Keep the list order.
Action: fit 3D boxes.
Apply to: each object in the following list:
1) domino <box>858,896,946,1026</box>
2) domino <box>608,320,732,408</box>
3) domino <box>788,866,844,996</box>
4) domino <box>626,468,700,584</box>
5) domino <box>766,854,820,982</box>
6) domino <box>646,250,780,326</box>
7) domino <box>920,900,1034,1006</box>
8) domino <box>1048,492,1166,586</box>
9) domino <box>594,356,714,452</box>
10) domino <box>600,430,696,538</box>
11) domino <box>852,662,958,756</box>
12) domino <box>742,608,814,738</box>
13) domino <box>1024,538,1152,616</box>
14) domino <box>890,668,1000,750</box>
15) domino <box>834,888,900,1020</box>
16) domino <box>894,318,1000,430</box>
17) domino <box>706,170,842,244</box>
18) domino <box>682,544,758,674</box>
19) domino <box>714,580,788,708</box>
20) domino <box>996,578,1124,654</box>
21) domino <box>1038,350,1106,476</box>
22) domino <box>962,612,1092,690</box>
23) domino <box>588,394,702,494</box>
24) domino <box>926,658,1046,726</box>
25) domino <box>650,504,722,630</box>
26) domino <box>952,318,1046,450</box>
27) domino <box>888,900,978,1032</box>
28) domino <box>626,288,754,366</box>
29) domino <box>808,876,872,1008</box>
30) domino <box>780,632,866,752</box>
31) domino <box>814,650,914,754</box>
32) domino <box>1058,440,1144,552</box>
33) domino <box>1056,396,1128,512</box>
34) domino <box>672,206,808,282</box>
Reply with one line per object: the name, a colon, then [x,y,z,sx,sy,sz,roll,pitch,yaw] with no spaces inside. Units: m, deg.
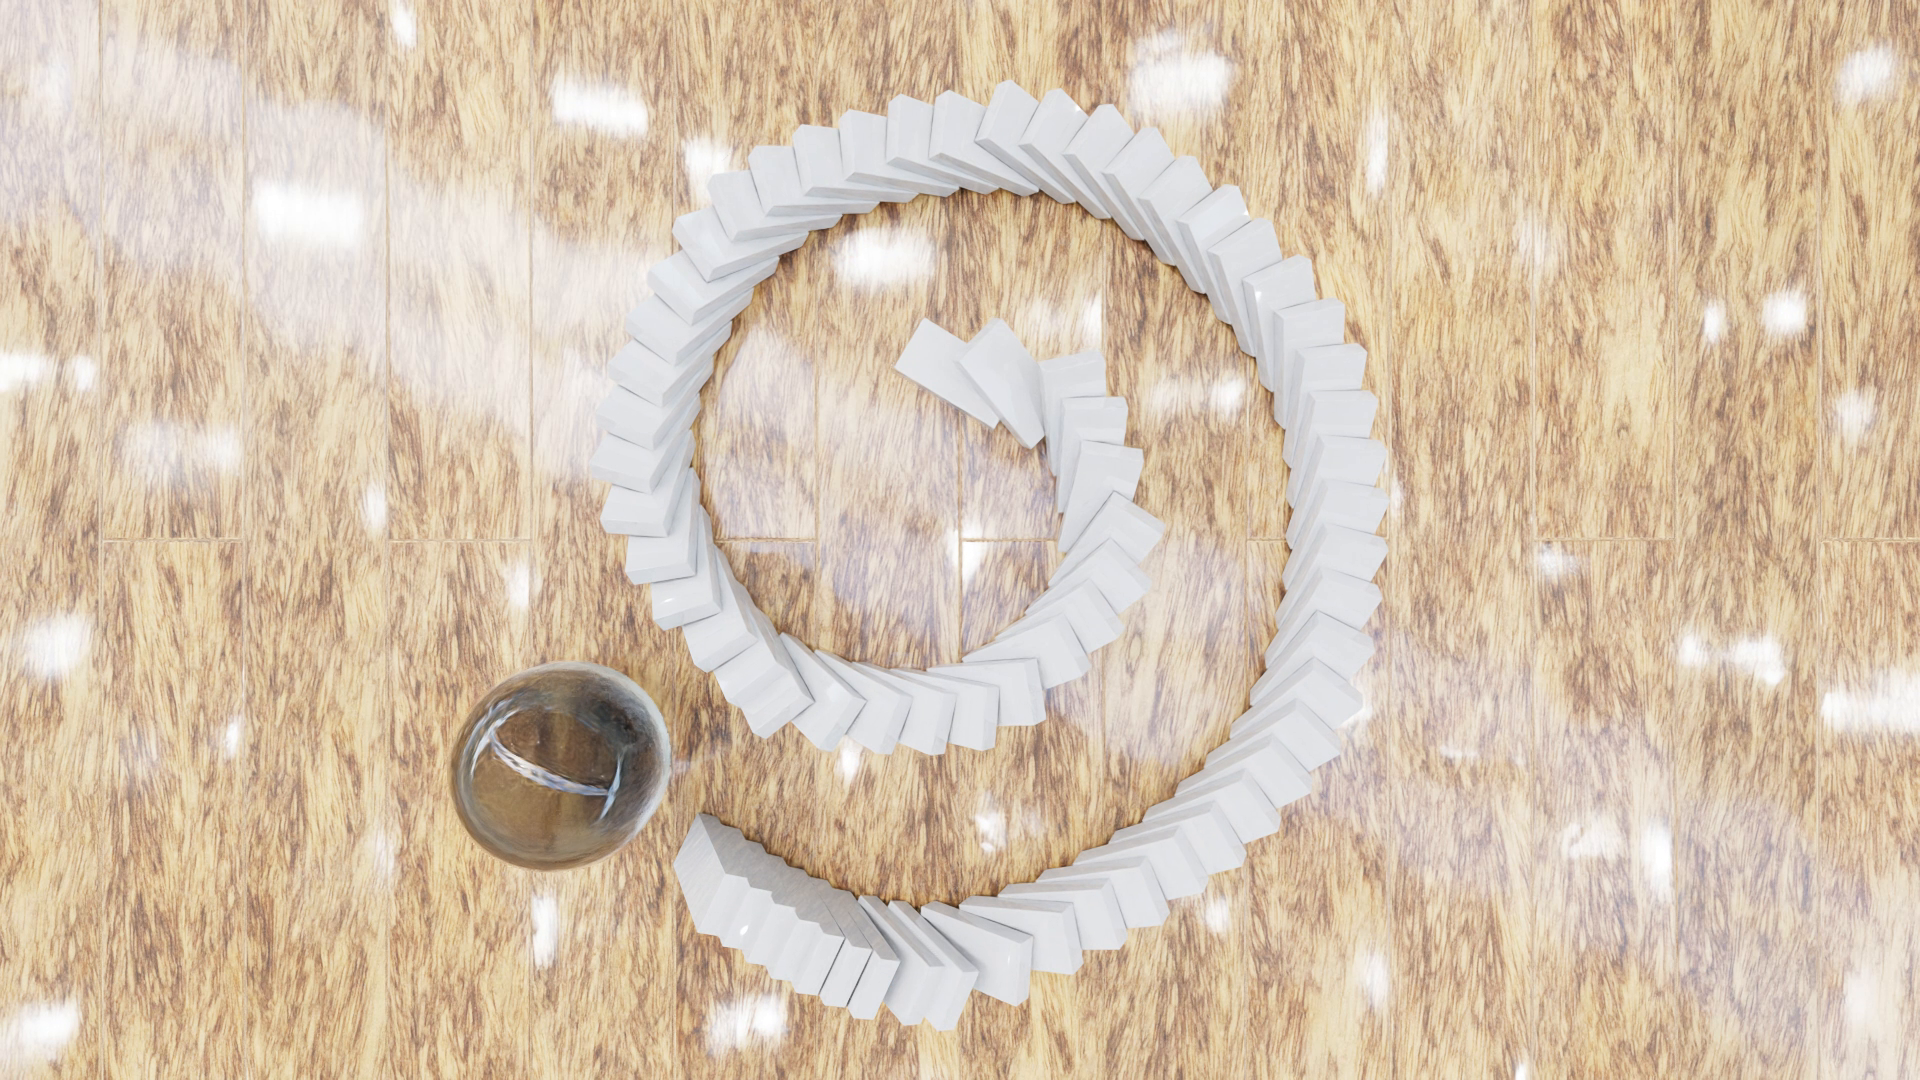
domino: [-0.029,0.172,0.378,0.009,0.050,0.025,24,90,-43]
domino: [-0.120,-0.080,0.382,0.025,0.010,0.050,30,56,0]
domino: [-0.065,0.159,0.376,0.010,0.050,0.025,25,90,-30]
domino: [-0.123,-0.007,0.382,0.025,0.009,0.050,-9,54,0]
domino: [-0.075,0.153,0.376,0.010,0.050,0.025,25,90,-30]
domino: [-0.102,-0.112,0.382,0.025,0.010,0.050,43,56,0]
domino: [0.006,0.171,0.382,0.050,0.009,0.025,5,90,35]
domino: [0.060,0.006,0.382,0.025,0.009,0.050,33,125,0]
domino: [-0.126,-0.062,0.382,0.025,0.010,0.050,24,56,1]
domino: [-0.129,-0.025,0.382,0.025,0.009,0.050,5,55,0]
domino: [-0.026,0.069,0.382,0.050,0.009,0.025,13,90,35]
domino: [-0.083,0.055,0.382,0.025,0.009,0.050,-38,55,1]
domino: [0.053,0.024,0.382,0.025,0.009,0.050,46,126,-1]
domino: [-0.008,0.070,0.382,0.050,0.010,0.025,5,91,36]
domino: [-0.044,0.169,0.376,0.010,0.050,0.025,25,90,-33]
domino: [0.000,-0.071,0.395,0.050,0.009,0.025,31,90,0]
domino: [-0.077,-0.141,0.382,0.050,0.010,0.025,-23,89,-34]
domino: [-0.104,0.028,0.382,0.025,0.009,0.050,-32,55,1]
domino: [-0.093,0.042,0.381,0.025,0.009,0.050,-38,55,1]
domino: [0.041,0.039,0.382,0.050,0.009,0.025,-35,90,35]
domino: [0.048,-0.052,0.380,0.025,0.010,0.050,-12,128,-2]
domino: [0.027,0.051,0.382,0.050,0.009,0.025,-27,90,35]
domino: [-0.130,-0.044,0.382,0.025,0.009,0.050,17,55,1]
domino: [0.010,0.064,0.381,0.050,0.010,0.025,-9,90,36]
domino: [-0.115,0.011,0.382,0.025,0.010,0.050,-18,56,0]
domino: [0.022,-0.065,0.384,0.025,0.010,0.050,-45,116,-6]
domino: [-0.016,0.174,0.378,0.009,0.050,0.025,24,90,-43]
domino: [-0.112,-0.096,0.382,0.025,0.009,0.050,37,56,0]
domino: [-0.055,0.164,0.376,0.009,0.050,0.025,25,90,-32]
domino: [-0.064,0.063,0.382,0.050,0.009,0.025,34,90,35]
domino: [-0.045,0.067,0.382,0.050,0.010,0.025,21,90,35]
domino: [0.058,-0.016,0.381,0.025,0.010,0.050,9,127,0]
domino: [0.054,-0.035,0.381,0.025,0.009,0.050,-1,127,-1]
domino: [-0.091,-0.128,0.382,0.050,0.010,0.025,-35,90,-35]
